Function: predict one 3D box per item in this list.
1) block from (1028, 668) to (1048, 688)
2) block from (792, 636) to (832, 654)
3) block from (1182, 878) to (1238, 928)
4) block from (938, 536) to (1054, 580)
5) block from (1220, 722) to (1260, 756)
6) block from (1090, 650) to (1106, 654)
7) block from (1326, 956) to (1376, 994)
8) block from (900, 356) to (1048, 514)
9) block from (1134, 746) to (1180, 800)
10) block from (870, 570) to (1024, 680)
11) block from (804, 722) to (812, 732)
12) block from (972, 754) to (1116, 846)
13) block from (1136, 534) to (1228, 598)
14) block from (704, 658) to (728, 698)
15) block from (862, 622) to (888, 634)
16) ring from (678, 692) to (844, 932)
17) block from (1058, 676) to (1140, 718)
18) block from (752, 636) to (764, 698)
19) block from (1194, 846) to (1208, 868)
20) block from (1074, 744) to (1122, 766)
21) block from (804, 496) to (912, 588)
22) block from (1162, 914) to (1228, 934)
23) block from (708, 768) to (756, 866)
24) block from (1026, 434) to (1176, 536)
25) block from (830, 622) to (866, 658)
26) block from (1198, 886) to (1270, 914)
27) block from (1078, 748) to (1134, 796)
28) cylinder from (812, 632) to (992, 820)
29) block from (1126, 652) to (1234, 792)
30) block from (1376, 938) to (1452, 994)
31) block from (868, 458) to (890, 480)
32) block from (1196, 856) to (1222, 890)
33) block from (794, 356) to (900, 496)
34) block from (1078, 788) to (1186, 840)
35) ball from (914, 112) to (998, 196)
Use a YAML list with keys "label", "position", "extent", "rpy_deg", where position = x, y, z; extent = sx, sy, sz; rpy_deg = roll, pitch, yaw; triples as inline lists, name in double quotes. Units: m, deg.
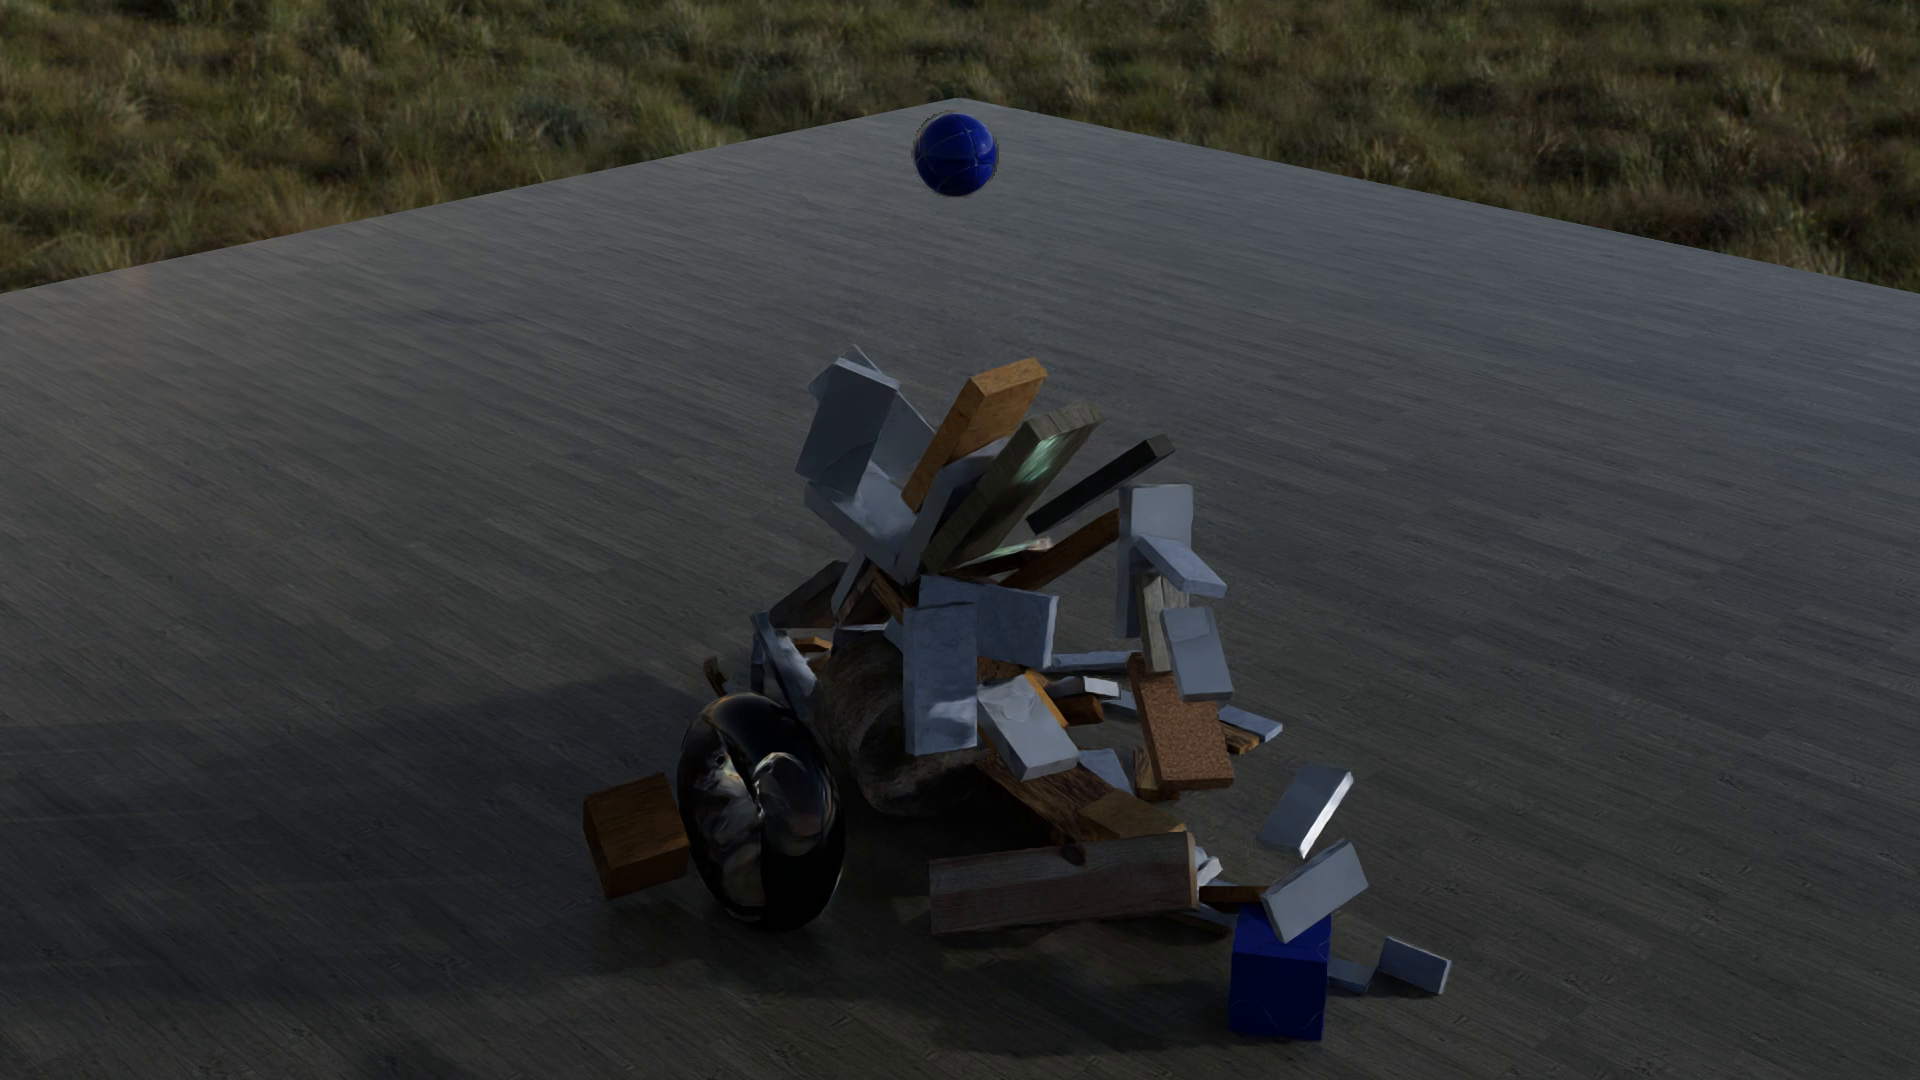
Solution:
- label: "block"
  position: [0.041, 0.261, 4.772]
  extent: [0.169, 0.048, 0.338]
  rpy_deg: [36, -12, -23]
- label: "block"
  position: [-0.349, 0.243, 5.081]
  extent: [0.055, 0.016, 0.110]
  rpy_deg: [24, -22, -37]
- label: "block"
  position: [0.471, 0.671, 4.098]
  extent: [0.198, 0.028, 0.099]
  rpy_deg: [12, 26, 28]
- label: "block"
  position: [0.070, 0.042, 4.218]
  extent: [0.208, 0.029, 0.104]
  rpy_deg: [-15, 8, 43]
- label: "block"
  position: [0.567, 0.422, 4.740]
  extent: [0.140, 0.020, 0.070]
  rpy_deg: [20, 30, 39]
- label: "block"
  position: [0.304, 0.278, 5.088]
  extent: [0.095, 0.013, 0.047]
  rpy_deg: [-8, 24, -19]
- label: "block"
  position: [0.674, 0.771, 3.921]
  extent: [0.122, 0.017, 0.061]
  rpy_deg: [11, 25, 24]
- label: "block"
  position: [0.024, -0.191, 4.045]
  extent: [0.166, 0.331, 0.047]
  rpy_deg: [-21, 64, -41]
- label: "block"
  position: [0.409, 0.486, 4.582]
  extent: [0.091, 0.026, 0.182]
  rpy_deg: [1, 23, 3]
- label: "block"
  position: [-0.022, 0.159, 4.285]
  extent: [0.165, 0.047, 0.330]
  rpy_deg: [-4, 33, -33]
- label: "block"
  position: [-0.352, 0.492, 4.305]
  extent: [0.136, 0.039, 0.273]
  rpy_deg: [1, 63, -15]
- label: "block"
  position: [0.191, 0.504, 4.327]
  extent: [0.169, 0.048, 0.338]
  rpy_deg: [-20, 31, -29]
- label: "block"
  position: [0.387, 0.046, 3.854]
  extent: [0.089, 0.025, 0.178]
  rpy_deg: [9, 21, -27]
- label: "block"
  position: [-0.535, 0.319, 4.867]
  extent: [0.016, 0.112, 0.056]
  rpy_deg: [-24, 26, 4]
- label: "block"
  position: [-0.212, 0.251, 4.706]
  extent: [0.095, 0.191, 0.027]
  rpy_deg: [1, 44, -22]
- label: "ring"
  position: [-0.369, 0.499, 4.033]
  extent: [0.149, 0.448, 0.448]
  rpy_deg: [-12, 25, -35]
- label: "block"
  position: [0.332, 0.353, 4.903]
  extent: [0.251, 0.020, 0.070]
  rpy_deg: [14, 27, 29]
- label: "block"
  position: [-0.444, 0.293, 4.839]
  extent: [0.023, 0.161, 0.081]
  rpy_deg: [2, 46, -3]
- label: "block"
  position: [0.355, 0.611, 4.101]
  extent: [0.101, 0.029, 0.202]
  rpy_deg: [-30, 11, -40]
- label: "block"
  position: [0.239, 0.466, 4.616]
  extent: [0.182, 0.026, 0.091]
  rpy_deg: [16, 27, 26]
- label: "block"
  position: [-0.156, -0.037, 4.369]
  extent: [0.148, 0.042, 0.295]
  rpy_deg: [-31, 56, -32]
- label: "block"
  position: [0.446, 0.697, 4.096]
  extent: [0.121, 0.017, 0.061]
  rpy_deg: [12, 26, 27]
- label: "block"
  position: [-0.414, 0.539, 4.303]
  extent: [0.091, 0.026, 0.183]
  rpy_deg: [-16, 69, -25]
- label: "block"
  position: [0.256, -0.101, 3.994]
  extent: [0.269, 0.038, 0.135]
  rpy_deg: [-33, -4, 21]
- label: "block"
  position: [-0.237, 0.230, 4.631]
  extent: [0.065, 0.130, 0.018]
  rpy_deg: [6, 41, -6]
- label: "block"
  position: [0.533, 0.636, 3.885]
  extent: [0.198, 0.028, 0.099]
  rpy_deg: [-7, -25, 36]
- label: "block"
  position: [0.262, 0.530, 4.387]
  extent: [0.169, 0.048, 0.338]
  rpy_deg: [-3, 26, -10]
- label: "cylinder"
  position: [-0.123, 0.378, 4.501]
  extent: [0.289, 0.289, 0.289]
  rpy_deg: [-9, 25, -20]
- label: "block"
  position: [0.390, 0.318, 3.900]
  extent: [0.132, 0.037, 0.265]
  rpy_deg: [-1, 54, -15]
- label: "block"
  position: [0.805, 0.755, 3.902]
  extent: [0.122, 0.061, 0.017]
  rpy_deg: [17, 3, 35]
- label: "block"
  position: [-0.206, -0.215, 5.296]
  extent: [0.086, 0.024, 0.173]
  rpy_deg: [9, 59, -8]
- label: "block"
  position: [0.382, 0.632, 4.098]
  extent: [0.198, 0.028, 0.099]
  rpy_deg: [-14, 12, 47]
- label: "block"
  position: [-0.219, -0.218, 4.257]
  extent: [0.128, 0.256, 0.036]
  rpy_deg: [23, 31, -2]
- label: "block"
  position: [0.321, 0.529, 4.112]
  extent: [0.101, 0.029, 0.202]
  rpy_deg: [-27, 26, -26]
- label: "ball"
  position: [-0.008, -0.666, 3.799]
  extent: [0.144, 0.144, 0.144]
  rpy_deg: [0, 23, 0]
